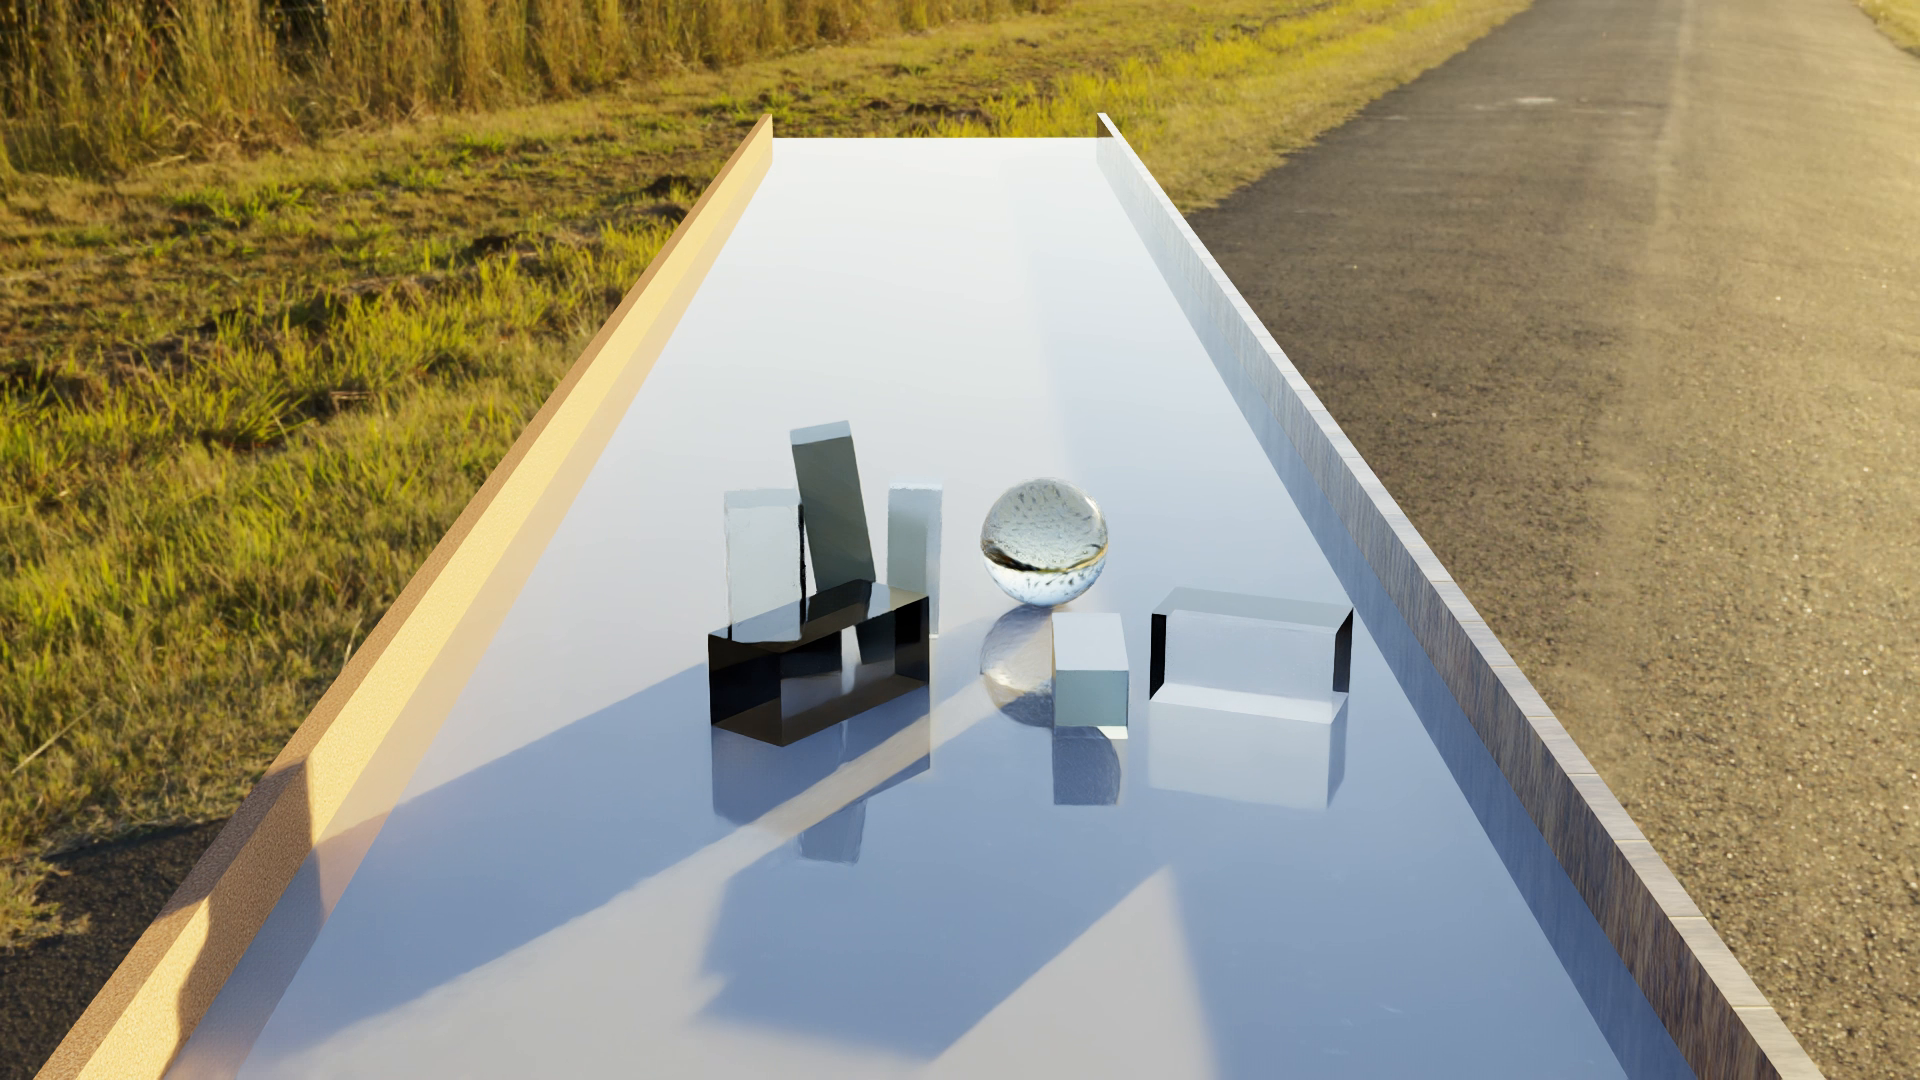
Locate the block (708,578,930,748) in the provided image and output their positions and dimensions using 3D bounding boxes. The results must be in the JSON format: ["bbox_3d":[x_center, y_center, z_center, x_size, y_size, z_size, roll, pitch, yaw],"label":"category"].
[{"bbox_3d":[-0.260,0.225,4.155,0.179,0.179,0.424,13,21,36],"label":"block"}]

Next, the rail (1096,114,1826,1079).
[{"bbox_3d":[0.932,-0.844,7.801,0.050,0.150,12.000,0,17,-1],"label":"rail"}]

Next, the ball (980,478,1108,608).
[{"bbox_3d":[0.181,0.006,4.723,0.276,0.276,0.276,0,17,0],"label":"ball"}]

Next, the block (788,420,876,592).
[{"bbox_3d":[-0.245,-0.004,4.432,0.121,0.446,0.121,-10,18,-3],"label":"block"}]

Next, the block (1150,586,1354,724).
[{"bbox_3d":[0.555,0.216,4.190,0.349,0.176,0.176,6,18,20],"label":"block"}]

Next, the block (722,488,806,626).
[{"bbox_3d":[-0.387,0.077,4.380,0.145,0.330,0.145,-3,15,-10],"label":"block"}]

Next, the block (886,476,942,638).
[{"bbox_3d":[-0.096,0.034,4.549,0.109,0.317,0.109,1,16,-2],"label":"block"}]

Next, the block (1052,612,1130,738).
[{"bbox_3d":[0.243,0.252,4.147,0.132,0.132,0.326,0,17,1],"label":"block"}]

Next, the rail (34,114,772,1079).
[{"bbox_3d":[-1.118,-0.838,7.780,0.050,0.150,12.000,0,17,-1],"label":"rail"}]
